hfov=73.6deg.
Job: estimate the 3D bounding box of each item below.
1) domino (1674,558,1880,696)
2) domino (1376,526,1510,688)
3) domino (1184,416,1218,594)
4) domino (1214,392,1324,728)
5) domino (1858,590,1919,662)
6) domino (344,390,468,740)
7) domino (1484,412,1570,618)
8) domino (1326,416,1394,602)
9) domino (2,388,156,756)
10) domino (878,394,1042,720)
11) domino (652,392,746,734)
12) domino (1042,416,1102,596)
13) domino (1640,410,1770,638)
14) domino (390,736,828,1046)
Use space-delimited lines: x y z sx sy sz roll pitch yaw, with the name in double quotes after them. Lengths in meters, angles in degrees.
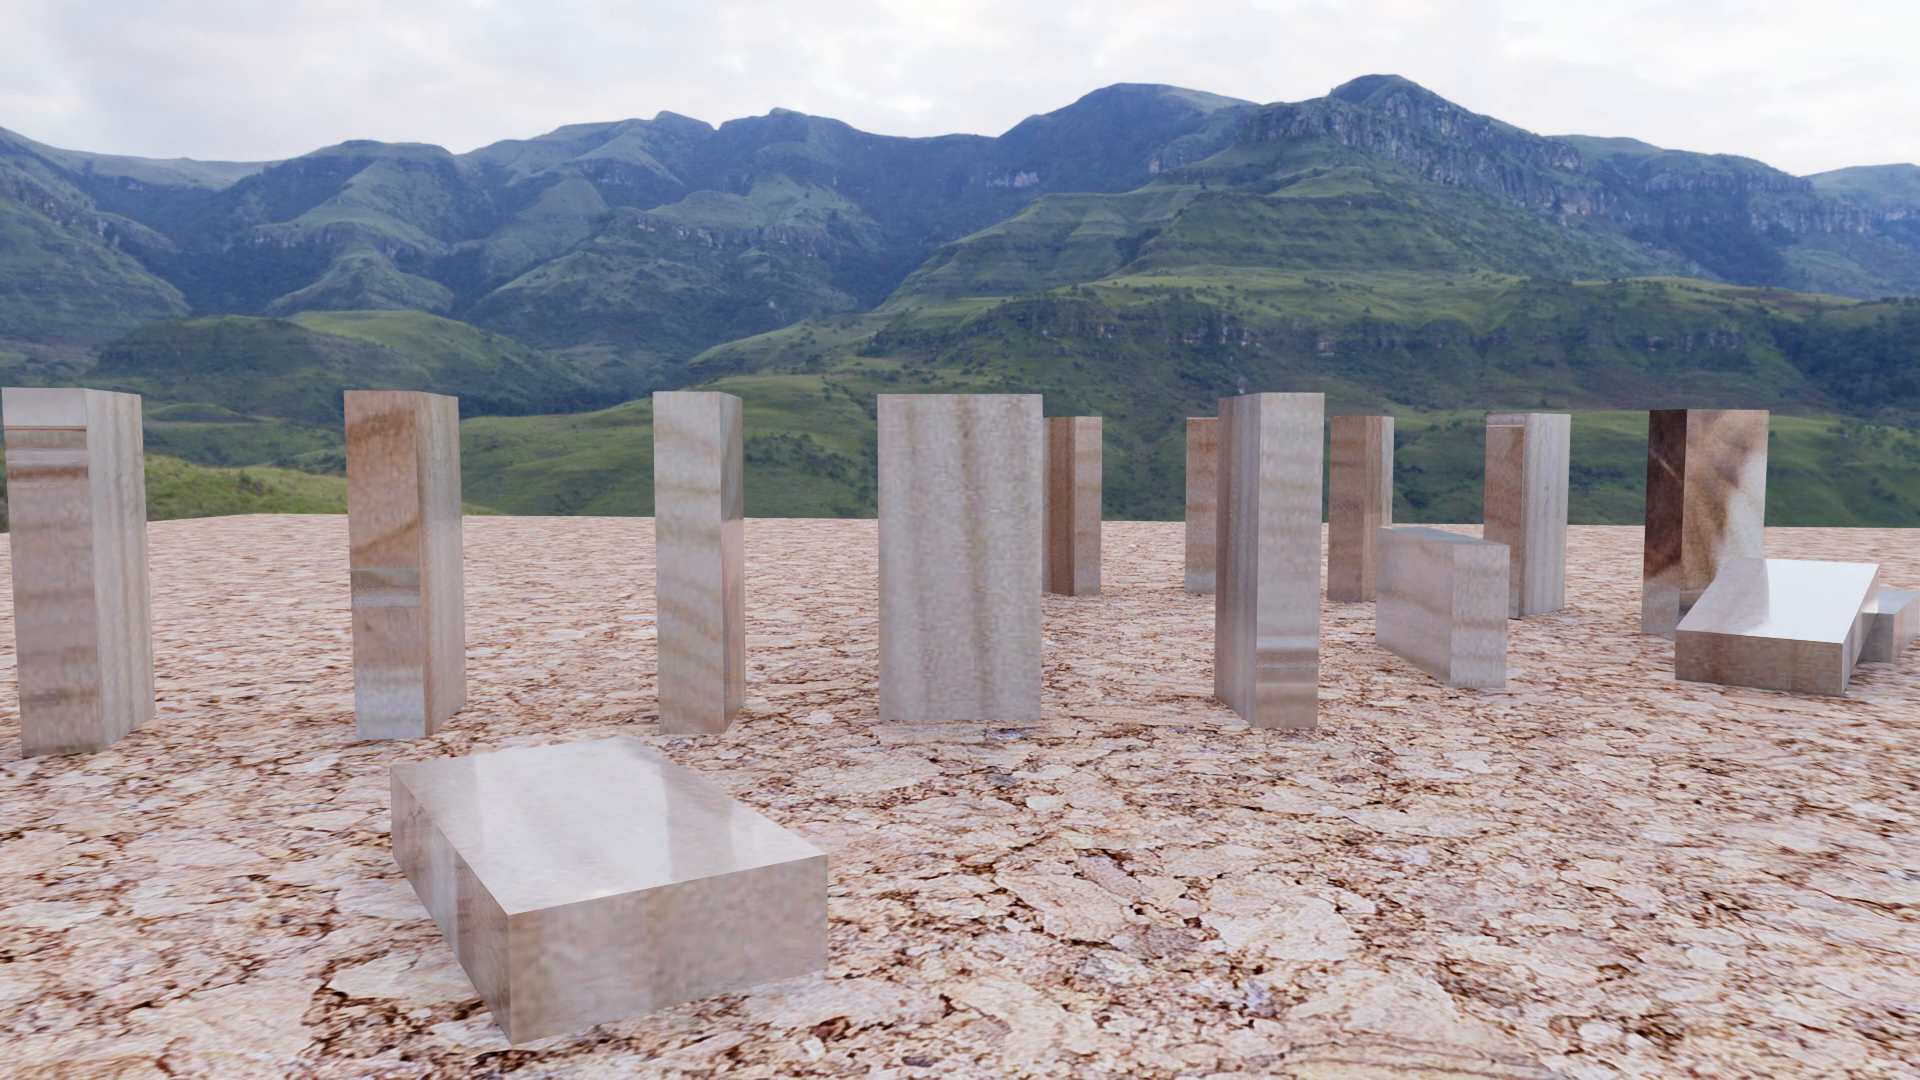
0.154 0.015 0.241 0.025 0.010 0.050 4 17 41 "domino"
0.092 0.011 0.248 0.009 0.025 0.050 0 4 3 "domino"
0.072 -0.011 0.374 0.009 0.050 0.025 1 4 14 "domino"
0.048 0.002 0.203 0.009 0.050 0.025 0 4 -3 "domino"
0.189 0.017 0.276 0.025 0.010 0.050 4 6 41 "domino"
-0.084 0.003 0.196 0.010 0.050 0.025 -1 4 -8 "domino"
0.143 -0.007 0.325 0.025 0.050 0.009 -4 6 -40 "domino"
0.111 -0.009 0.355 0.010 0.050 0.025 3 5 35 "domino"
-0.127 0.004 0.186 0.009 0.050 0.025 -1 4 -17 "domino"
0.000 0.002 0.201 0.025 0.050 0.009 0 4 0 "domino"
-0.040 0.003 0.199 0.009 0.050 0.025 0 4 -2 "domino"
0.029 -0.010 0.369 0.009 0.050 0.025 -3 5 -33 "domino"
0.167 -0.004 0.288 0.025 0.050 0.009 -2 5 -21 "domino"
-0.035 0.029 0.118 0.025 0.009 0.050 -3 5 -33 "domino"
